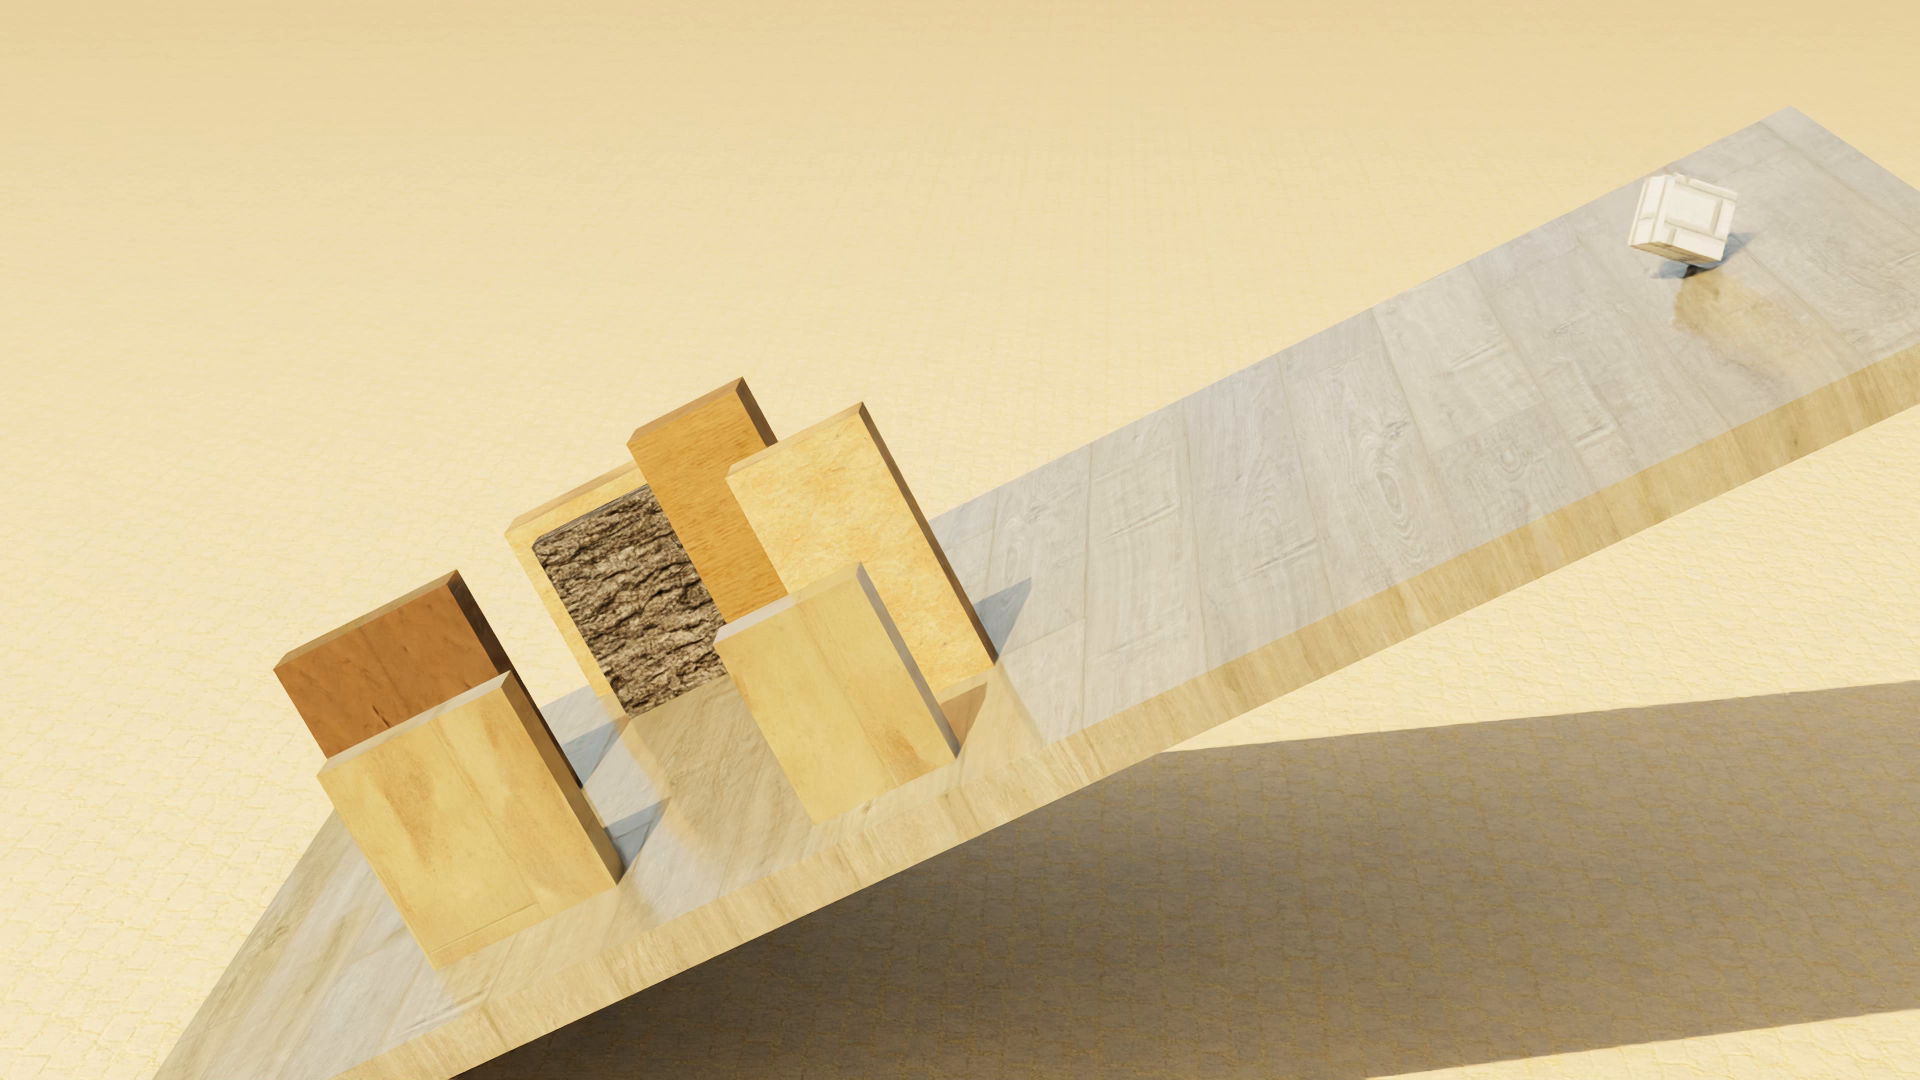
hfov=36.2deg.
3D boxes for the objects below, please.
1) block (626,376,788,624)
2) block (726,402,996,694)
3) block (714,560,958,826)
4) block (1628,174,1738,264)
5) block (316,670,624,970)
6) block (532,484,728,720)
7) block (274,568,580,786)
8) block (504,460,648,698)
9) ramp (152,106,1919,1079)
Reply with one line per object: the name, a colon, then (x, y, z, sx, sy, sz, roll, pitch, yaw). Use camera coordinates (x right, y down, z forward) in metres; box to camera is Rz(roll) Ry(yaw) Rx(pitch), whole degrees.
block: (-0.459, -0.012, 6.534, 0.272, 0.637, 0.133, -26, 14, 10)
block: (-0.195, 0.051, 5.901, 0.299, 0.585, 0.098, -26, 14, 10)
block: (-0.230, 0.287, 5.501, 0.300, 0.401, 0.098, -26, 14, 10)
block: (1.477, -0.655, 6.012, 0.142, 0.142, 0.142, 15, -1, -13)
block: (-0.965, 0.557, 5.814, 0.419, 0.463, 0.098, -26, 14, 10)
block: (-0.726, 0.133, 6.872, 0.354, 0.472, 0.086, -26, 14, 10)
block: (-1.181, 0.415, 6.543, 0.445, 0.562, 0.110, -26, 14, 10)
block: (-0.802, 0.073, 7.243, 0.445, 0.470, 0.144, -26, 14, 10)
ramp: (0.140, 0.168, 6.281, 4.000, 0.100, 2.000, -26, 14, 10)
